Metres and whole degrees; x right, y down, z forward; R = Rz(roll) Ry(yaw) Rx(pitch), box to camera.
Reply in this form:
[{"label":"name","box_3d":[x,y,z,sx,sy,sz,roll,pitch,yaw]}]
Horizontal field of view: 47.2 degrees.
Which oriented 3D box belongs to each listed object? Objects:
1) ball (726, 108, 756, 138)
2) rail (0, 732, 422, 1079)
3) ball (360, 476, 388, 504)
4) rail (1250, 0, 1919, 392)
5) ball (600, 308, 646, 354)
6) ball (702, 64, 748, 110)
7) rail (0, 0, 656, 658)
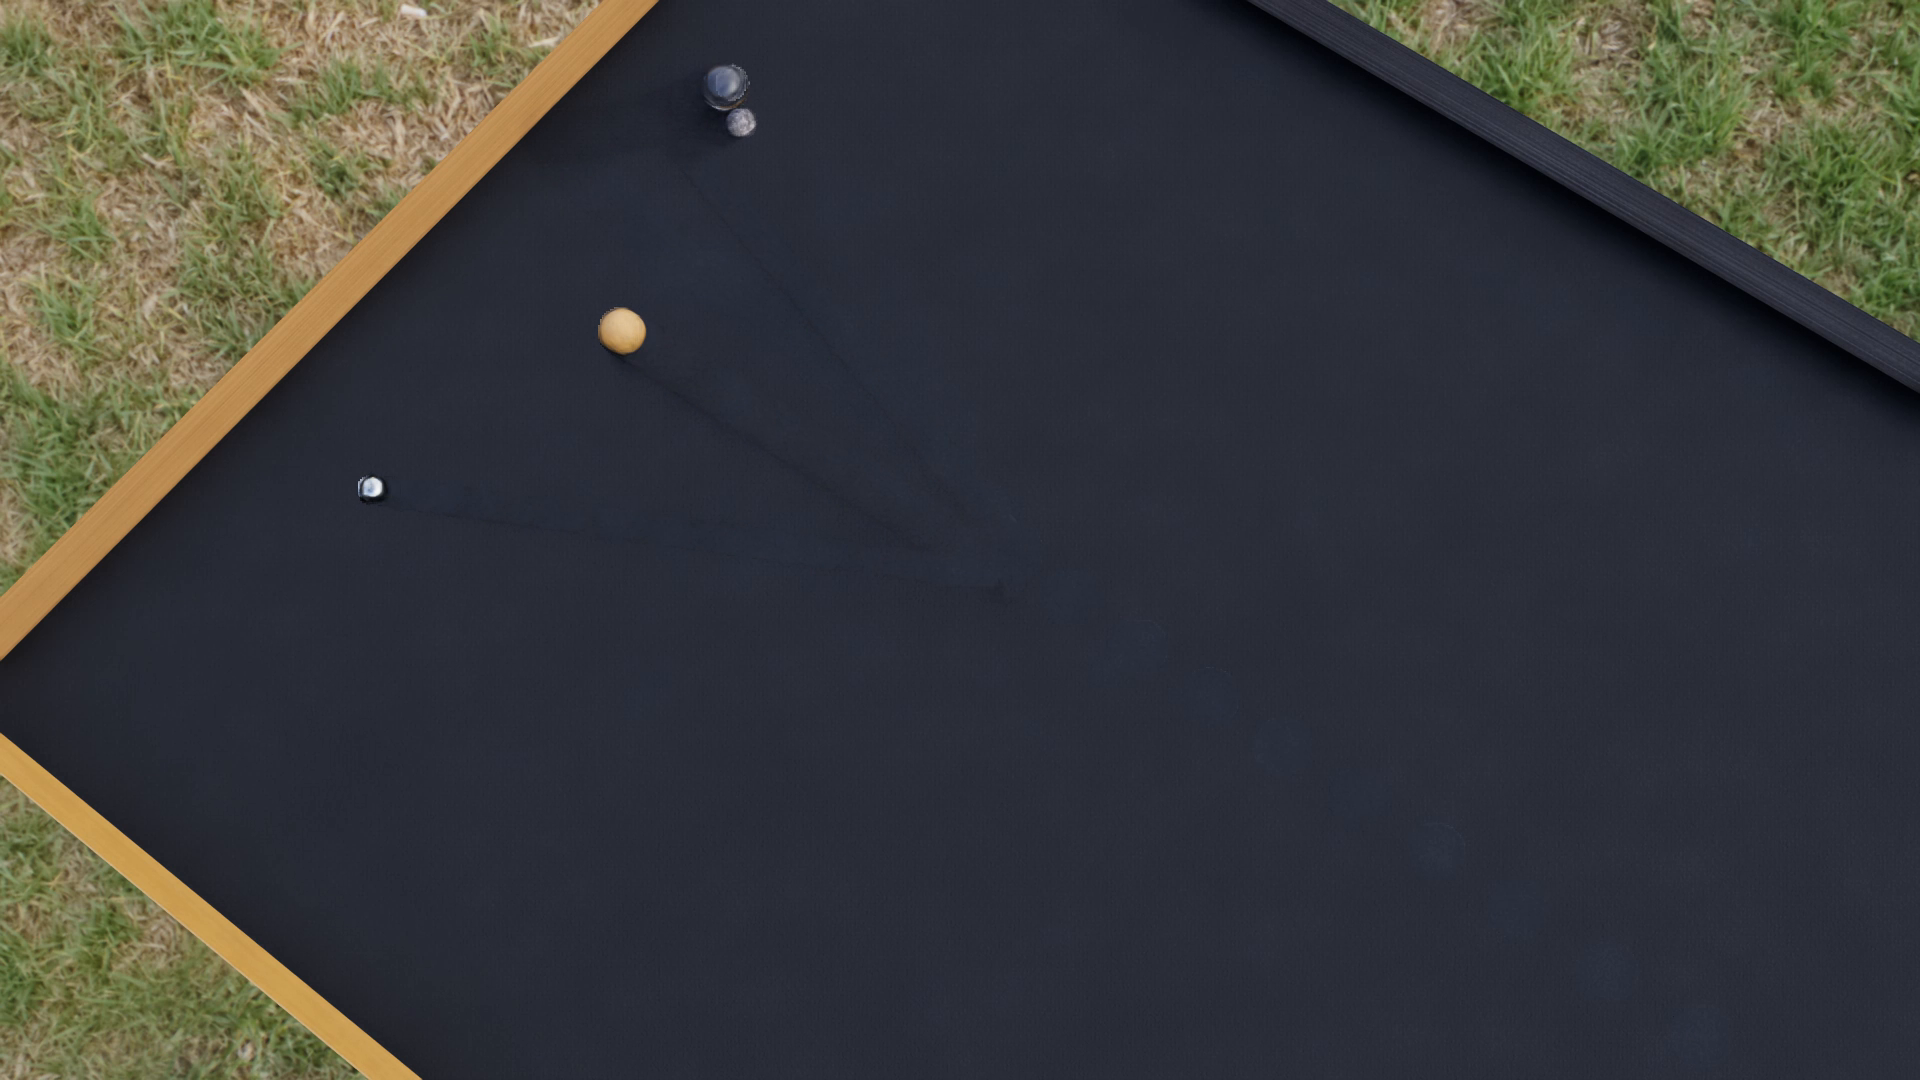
[{"label":"ball","box_3d":[-0.389,-0.739,3.894,0.052,0.052,0.052,0,66,0]},{"label":"rail","box_3d":[0.185,1.462,2.867,4.472,0.106,0.045,34,70,14]},{"label":"ball","box_3d":[-0.960,-0.083,3.601,0.046,0.046,0.046,0,66,0]},{"label":"rail","box_3d":[1.603,-0.260,3.646,4.472,0.106,0.045,34,70,14]},{"label":"ball","box_3d":[-0.568,-0.351,3.705,0.076,0.076,0.076,0,66,0]},{"label":"ball","box_3d":[-0.419,-0.805,3.908,0.082,0.082,0.082,0,66,0]},{"label":"rail","box_3d":[-0.875,-0.609,3.805,0.045,0.106,2.411,34,70,14]}]
